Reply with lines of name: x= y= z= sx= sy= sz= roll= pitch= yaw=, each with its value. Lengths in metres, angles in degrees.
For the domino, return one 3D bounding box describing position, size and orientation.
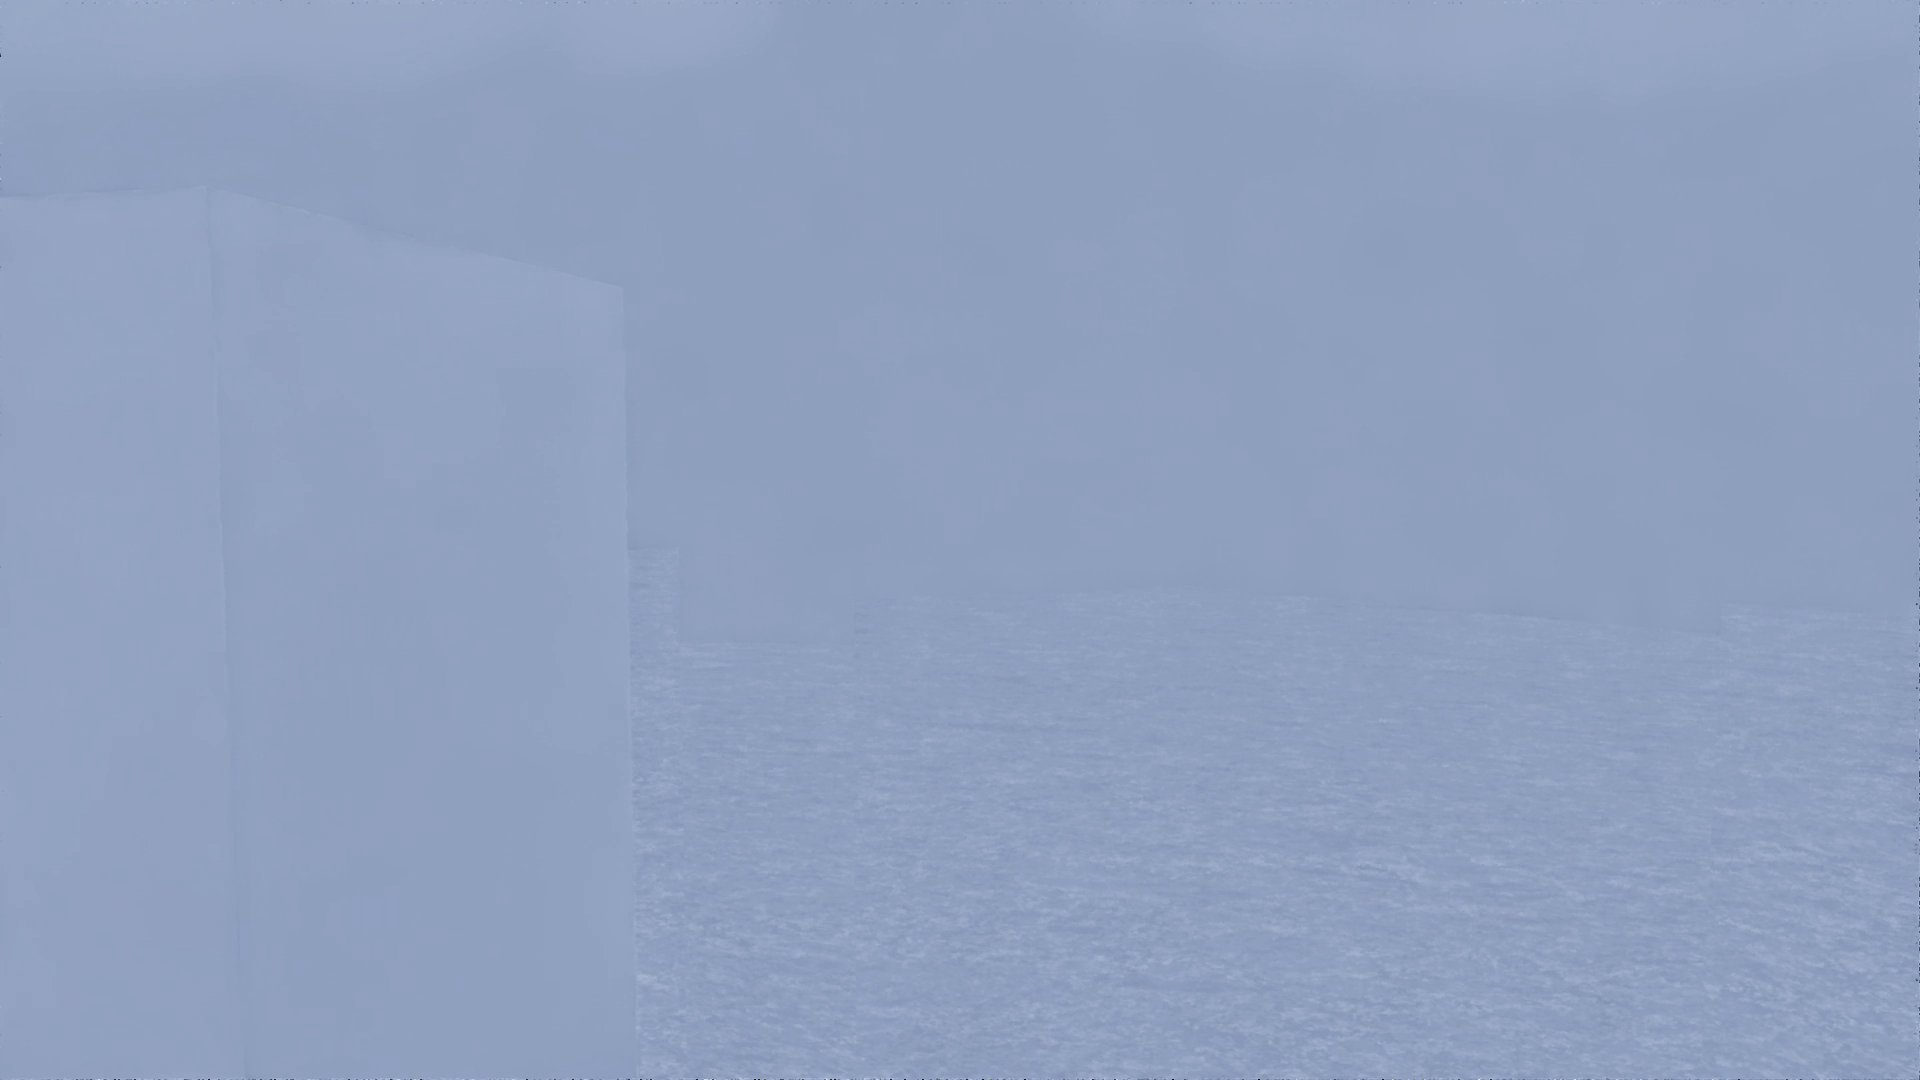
domino: x=0.011 y=0.017 z=0.005 sx=0.025 sy=0.050 sz=0.010 roll=1 pitch=4 yaw=10
